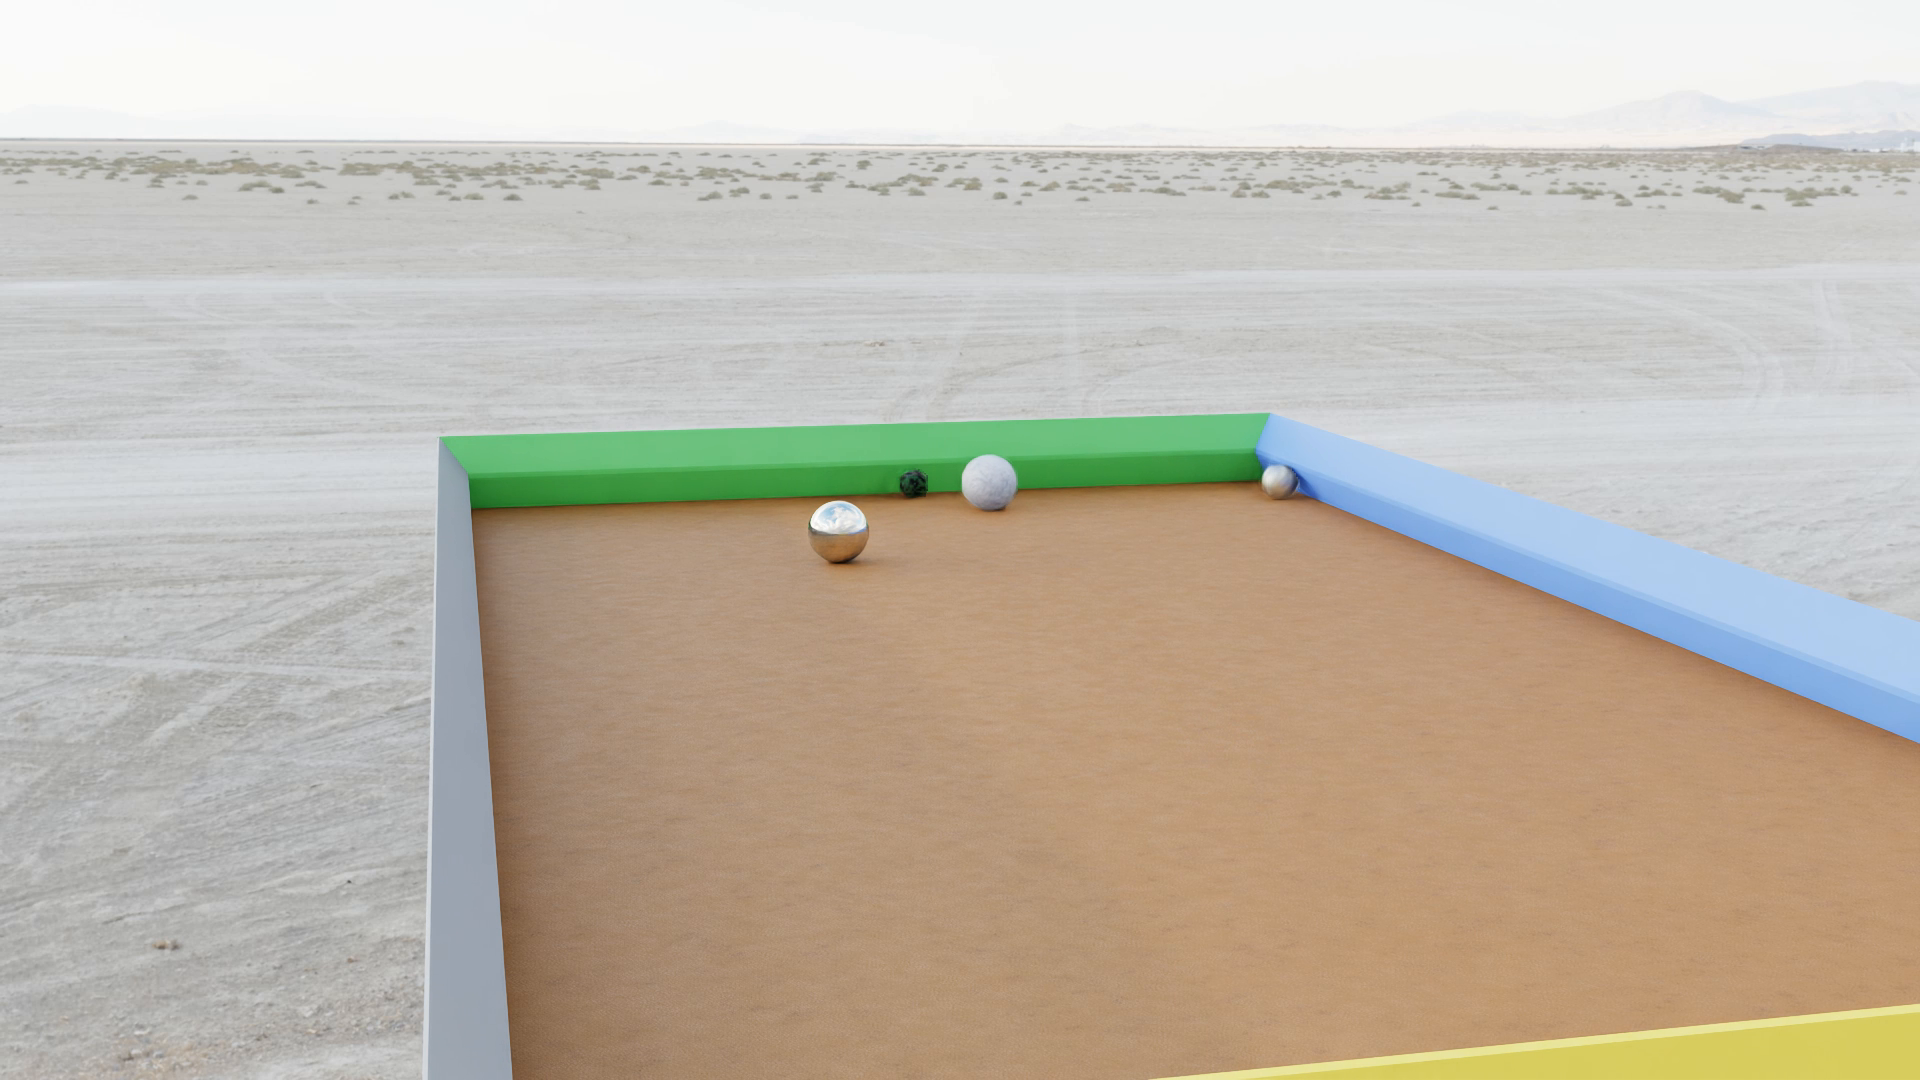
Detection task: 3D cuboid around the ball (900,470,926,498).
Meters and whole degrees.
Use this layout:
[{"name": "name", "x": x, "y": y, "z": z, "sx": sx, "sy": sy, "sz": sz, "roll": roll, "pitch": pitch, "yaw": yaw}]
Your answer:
[{"name": "ball", "x": -0.078, "y": -0.093, "z": 3.660, "sx": 0.046, "sy": 0.046, "sz": 0.046, "roll": 0, "pitch": 10, "yaw": 0}]

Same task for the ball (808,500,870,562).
[{"name": "ball", "x": -0.171, "y": -0.012, "z": 3.089, "sx": 0.087, "sy": 0.087, "sz": 0.087, "roll": 0, "pitch": 10, "yaw": 0}]

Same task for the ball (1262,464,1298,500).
[{"name": "ball", "x": 0.529, "y": -0.097, "z": 3.643, "sx": 0.059, "sy": 0.059, "sz": 0.059, "roll": 0, "pitch": 10, "yaw": 0}]

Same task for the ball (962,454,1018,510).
[{"name": "ball", "x": 0.047, "y": -0.093, "z": 3.535, "sx": 0.090, "sy": 0.090, "sz": 0.090, "roll": 0, "pitch": 10, "yaw": 0}]

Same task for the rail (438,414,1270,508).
[{"name": "rail", "x": -0.142, "y": -0.132, "z": 3.672, "sx": 1.419, "sy": 0.117, "sz": 0.045, "roll": -2, "pitch": 10, "yaw": -13}]

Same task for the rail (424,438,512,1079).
[{"name": "rail", "x": -0.521, "y": 0.116, "z": 2.287, "sx": 0.045, "sy": 0.117, "sz": 2.619, "roll": -2, "pitch": 10, "yaw": -13}]

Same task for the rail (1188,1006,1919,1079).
[{"name": "rail", "x": 0.437, "y": 0.310, "z": 1.206, "sx": 1.419, "sy": 0.117, "sz": 0.045, "roll": -2, "pitch": 10, "yaw": -13}]

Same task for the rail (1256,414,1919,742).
[{"name": "rail", "x": 0.816, "y": 0.062, "z": 2.591, "sx": 0.045, "sy": 0.117, "sz": 2.619, "roll": -2, "pitch": 10, "yaw": -13}]
